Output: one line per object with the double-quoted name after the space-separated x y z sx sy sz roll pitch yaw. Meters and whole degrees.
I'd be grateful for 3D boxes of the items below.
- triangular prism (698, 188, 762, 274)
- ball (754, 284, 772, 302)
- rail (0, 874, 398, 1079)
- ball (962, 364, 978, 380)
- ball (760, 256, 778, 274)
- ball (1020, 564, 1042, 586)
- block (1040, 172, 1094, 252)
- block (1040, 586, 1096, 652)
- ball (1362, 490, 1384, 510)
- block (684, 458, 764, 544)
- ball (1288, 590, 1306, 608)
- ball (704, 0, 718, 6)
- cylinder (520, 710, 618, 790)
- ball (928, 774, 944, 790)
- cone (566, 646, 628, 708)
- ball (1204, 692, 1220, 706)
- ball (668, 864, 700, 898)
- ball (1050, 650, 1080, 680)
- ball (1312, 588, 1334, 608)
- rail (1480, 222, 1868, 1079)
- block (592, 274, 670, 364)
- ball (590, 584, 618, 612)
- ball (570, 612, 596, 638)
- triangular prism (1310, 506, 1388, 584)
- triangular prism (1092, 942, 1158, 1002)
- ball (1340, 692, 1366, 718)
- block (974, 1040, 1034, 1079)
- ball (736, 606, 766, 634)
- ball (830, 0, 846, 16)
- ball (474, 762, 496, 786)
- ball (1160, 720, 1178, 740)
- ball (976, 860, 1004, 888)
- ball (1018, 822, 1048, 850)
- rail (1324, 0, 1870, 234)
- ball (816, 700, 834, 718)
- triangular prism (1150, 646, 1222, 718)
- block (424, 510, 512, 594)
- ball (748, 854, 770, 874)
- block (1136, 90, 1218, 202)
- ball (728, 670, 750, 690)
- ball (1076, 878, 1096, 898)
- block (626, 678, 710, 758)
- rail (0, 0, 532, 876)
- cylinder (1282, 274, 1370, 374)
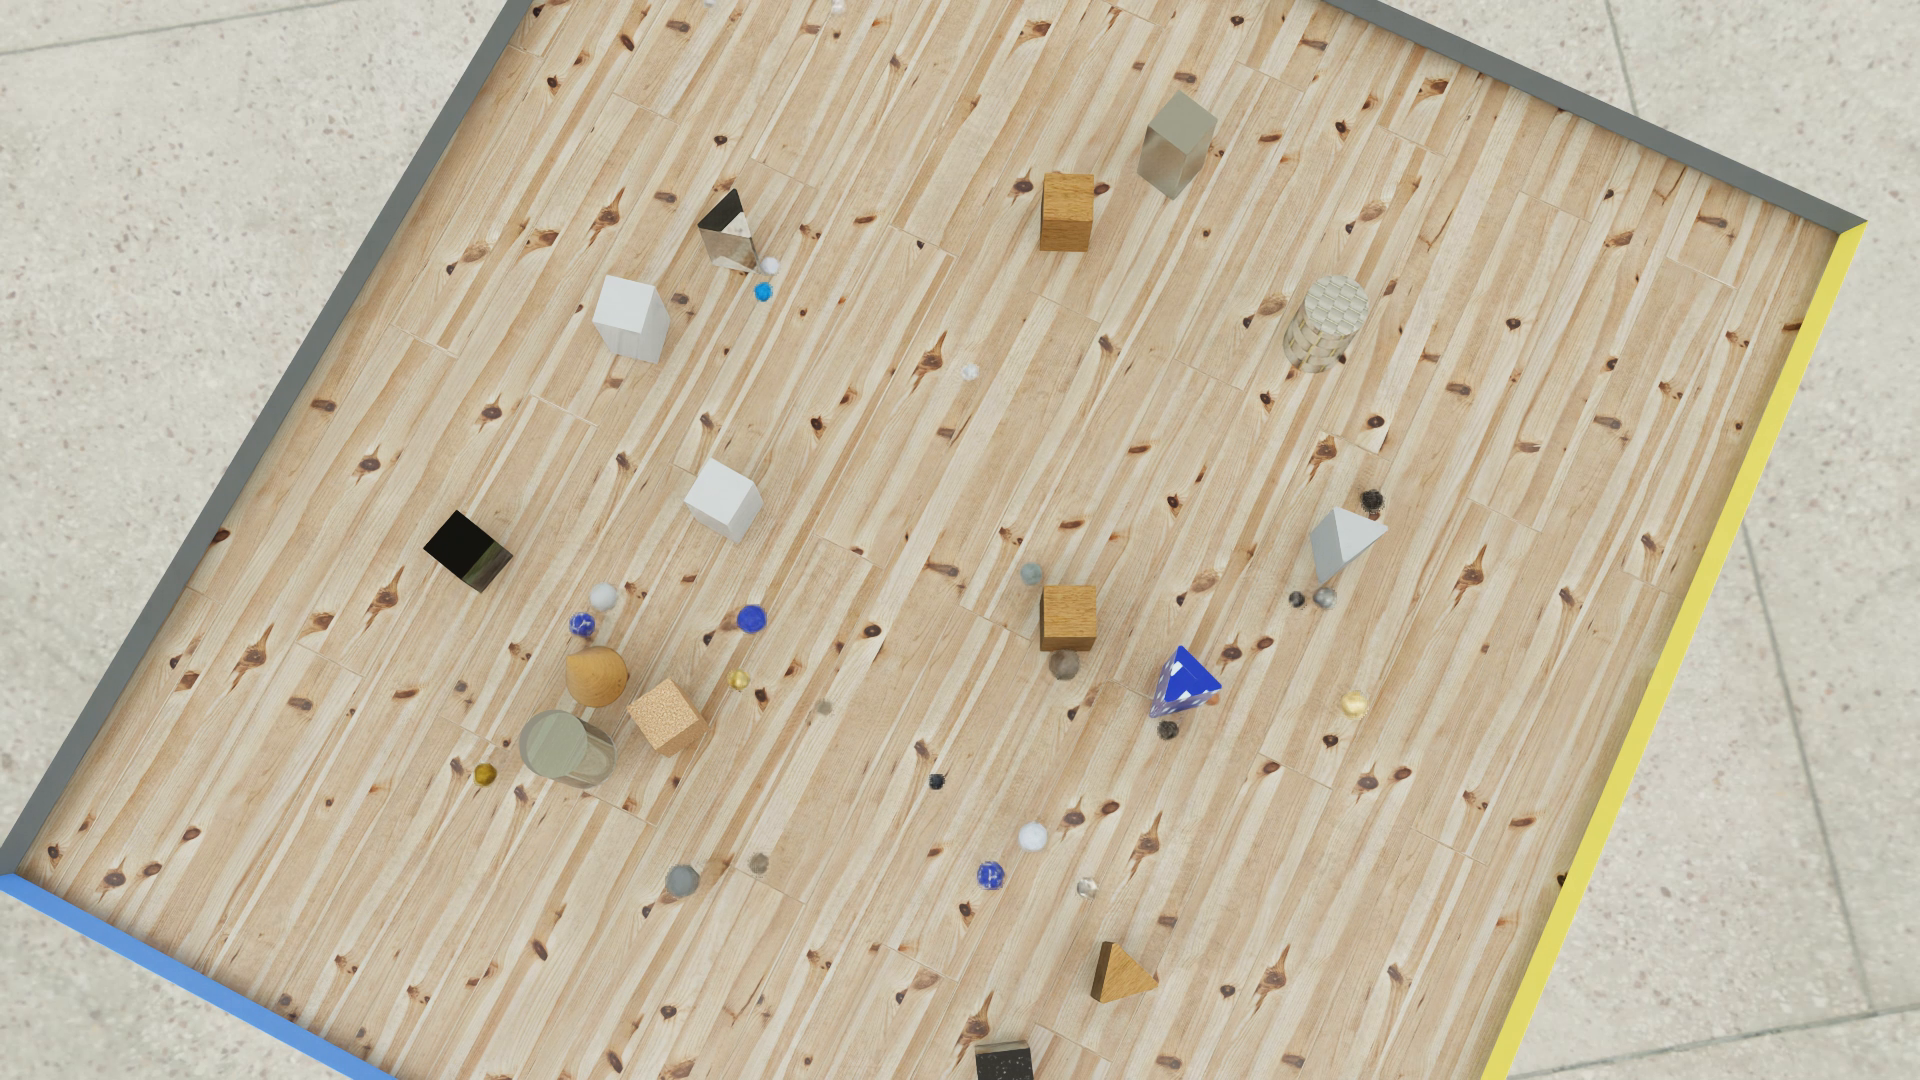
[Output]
-0.691 -0.958 5.651 0.163 0.320 0.141 12 79 2 "triangular prism"
-0.617 -0.776 5.749 0.054 0.054 0.054 0 78 0 "ball"
-0.958 1.883 5.164 4.154 0.122 0.045 26 80 5 "rail"
0.029 -0.520 5.698 0.052 0.052 0.052 0 78 0 "ball"
-0.600 -0.864 5.767 0.054 0.054 0.054 0 78 0 "ball"
0.216 0.106 5.560 0.068 0.068 0.068 0 78 0 "ball"
0.330 -1.015 5.692 0.151 0.263 0.151 2 78 0 "block"
0.317 0.234 5.421 0.151 0.288 0.151 0 78 0 "block"
1.263 -0.122 5.609 0.064 0.064 0.064 0 78 0 "ball"
-0.706 -0.115 5.500 0.151 0.274 0.151 29 80 6 "block"
1.021 0.179 5.554 0.050 0.050 0.050 0 78 0 "ball"
-0.812 -1.757 5.956 0.046 0.046 0.046 0 78 0 "ball"
-1.119 0.605 5.261 0.188 0.451 0.188 0 78 0 "cylinder"
-0.070 0.721 5.444 0.046 0.046 0.046 0 78 0 "ball"
-1.097 0.368 5.318 0.188 0.435 0.188 0 78 0 "cone"
0.751 0.470 5.492 0.053 0.053 0.053 0 78 0 "ball"
-0.809 0.998 5.363 0.092 0.092 0.092 0 78 0 "ball"
0.314 0.374 5.491 0.094 0.094 0.094 0 78 0 "ball"
1.102 0.175 5.547 0.065 0.065 0.065 0 78 0 "ball"
1.837 0.906 5.366 0.045 0.122 4.331 26 80 5 "rail"
-1.000 -0.671 5.598 0.151 0.309 0.151 14 79 3 "block"
-1.076 0.173 5.538 0.083 0.083 0.083 0 78 0 "ball"
-1.136 0.256 5.526 0.074 0.074 0.074 0 78 0 "ball"
1.119 -0.004 5.430 0.163 0.366 0.141 -37 81 -7 "triangular prism"
0.441 1.205 5.177 0.163 0.373 0.141 -16 79 -3 "triangular prism"
1.175 0.491 5.475 0.077 0.077 0.077 0 78 0 "ball"
0.124 1.496 5.131 0.151 0.345 0.151 -6 78 -1 "block"
-0.630 0.240 5.523 0.086 0.086 0.086 0 78 0 "ball"
-0.394 -1.730 5.947 0.054 0.054 0.054 0 78 0 "ball"
-1.409 0.695 5.440 0.065 0.065 0.065 0 78 0 "ball"
0.623 0.567 5.470 0.057 0.057 0.057 0 78 0 "ball"
0.089 0.981 5.373 0.080 0.080 0.080 0 78 0 "ball"
0.215 0.871 5.393 0.086 0.086 0.086 0 78 0 "ball"
0.958 -1.870 5.940 4.154 0.122 0.045 26 80 5 "rail"
-0.405 0.504 5.485 0.053 0.053 0.053 0 78 0 "ball"
0.633 0.404 5.317 0.163 0.423 0.141 -13 79 -3 "triangular prism"
-1.471 0.037 5.491 0.151 0.231 0.151 38 81 7 "block"
-0.590 0.953 5.388 0.061 0.061 0.061 0 78 0 "ball"
0.670 -1.219 5.684 0.151 0.361 0.151 39 81 7 "block"
-0.661 0.420 5.497 0.063 0.063 0.063 0 78 0 "ball"
0.372 1.021 5.375 0.059 0.059 0.059 0 78 0 "ball"
-0.853 0.524 5.376 0.151 0.259 0.151 -35 80 -7 "block"
-1.837 -0.893 5.738 0.045 0.122 4.331 26 80 5 "rail"
1.106 -0.650 5.559 0.188 0.377 0.188 0 78 0 "cylinder"
